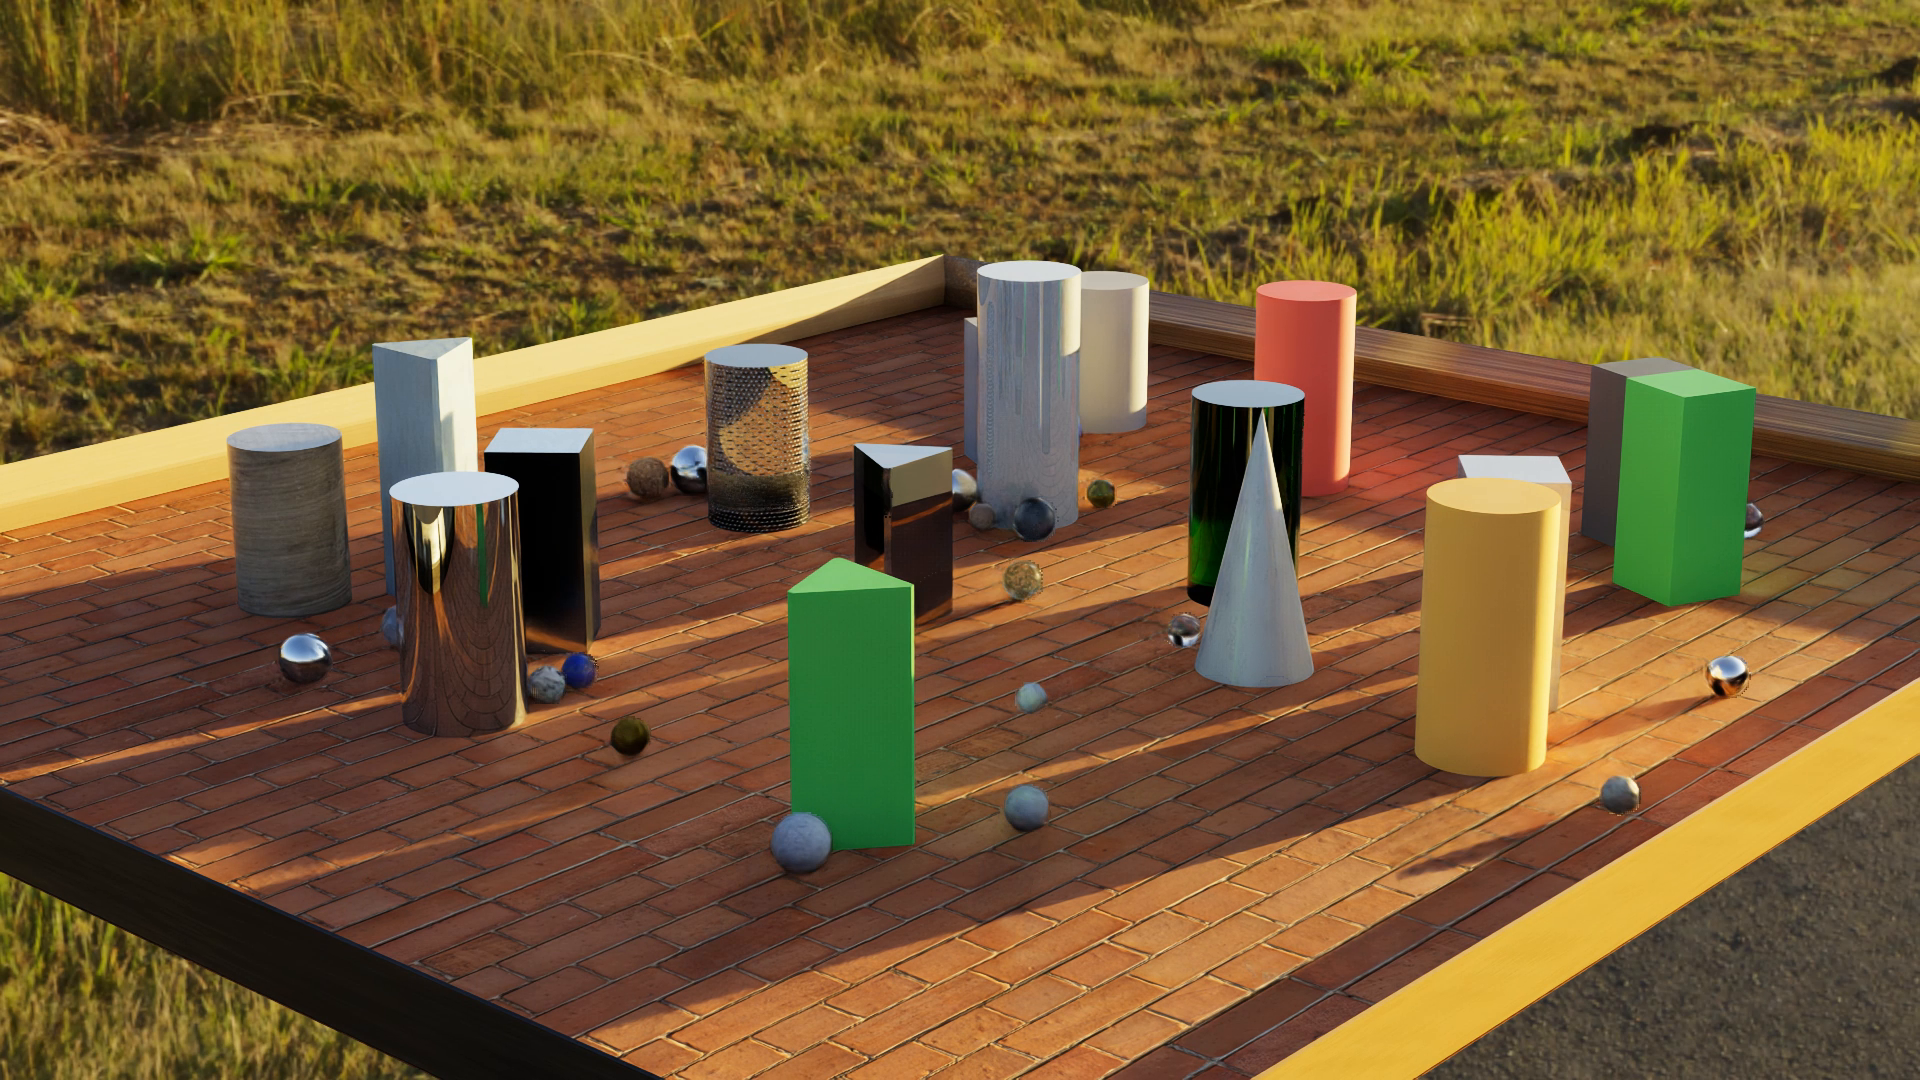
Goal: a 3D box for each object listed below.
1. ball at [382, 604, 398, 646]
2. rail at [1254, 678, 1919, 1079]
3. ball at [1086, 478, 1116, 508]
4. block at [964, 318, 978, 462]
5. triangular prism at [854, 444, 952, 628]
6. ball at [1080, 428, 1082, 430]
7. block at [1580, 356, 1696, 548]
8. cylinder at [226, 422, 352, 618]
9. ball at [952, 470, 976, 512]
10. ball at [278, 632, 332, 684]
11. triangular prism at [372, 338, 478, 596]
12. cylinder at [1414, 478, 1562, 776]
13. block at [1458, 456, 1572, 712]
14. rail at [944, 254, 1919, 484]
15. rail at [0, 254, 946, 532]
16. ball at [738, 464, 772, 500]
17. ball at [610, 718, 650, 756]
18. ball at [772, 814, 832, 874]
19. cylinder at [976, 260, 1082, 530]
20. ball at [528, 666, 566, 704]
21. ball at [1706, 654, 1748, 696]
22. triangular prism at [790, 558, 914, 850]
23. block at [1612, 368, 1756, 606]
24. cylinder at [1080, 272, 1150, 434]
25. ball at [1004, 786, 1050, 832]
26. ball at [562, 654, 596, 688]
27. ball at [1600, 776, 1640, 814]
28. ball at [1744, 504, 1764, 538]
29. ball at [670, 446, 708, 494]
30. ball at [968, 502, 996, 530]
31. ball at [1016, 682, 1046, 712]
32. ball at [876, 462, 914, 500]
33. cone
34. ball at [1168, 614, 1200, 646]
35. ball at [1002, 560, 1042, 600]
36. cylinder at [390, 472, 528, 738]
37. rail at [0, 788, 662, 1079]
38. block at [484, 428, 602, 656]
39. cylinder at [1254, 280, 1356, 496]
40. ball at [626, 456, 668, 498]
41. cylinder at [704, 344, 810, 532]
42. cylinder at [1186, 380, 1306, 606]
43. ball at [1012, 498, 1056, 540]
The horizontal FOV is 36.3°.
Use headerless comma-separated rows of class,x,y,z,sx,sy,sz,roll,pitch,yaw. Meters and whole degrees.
ball,-0.919,0.141,4.850,0.074,0.074,0.074,0,17,0
rail,1.190,0.330,4.131,0.045,0.126,3.558,14,22,39
ball,0.272,-0.090,5.647,0.056,0.056,0.056,0,17,0
block,0.106,-0.299,5.941,0.155,0.286,0.155,-5,18,-17
triangular prism,-0.122,-0.010,4.970,0.145,0.293,0.168,14,21,38
ball,0.207,-0.228,6.053,0.086,0.086,0.086,0,17,0
block,1.265,-0.156,5.403,0.155,0.325,0.155,-8,18,-24
cylinder,-1.154,-0.035,5.052,0.194,0.295,0.194,0,17,0
ball,-0.006,-0.094,5.616,0.082,0.082,0.082,0,17,0
ball,-1.045,0.189,4.676,0.083,0.083,0.083,0,17,0
triangular prism,-0.893,-0.120,5.071,0.168,0.447,0.145,15,22,40
cylinder,0.778,0.127,4.331,0.194,0.401,0.194,0,17,0
block,0.856,0.067,4.585,0.155,0.369,0.155,1,17,3
rail,1.151,-0.351,6.389,3.201,0.126,0.045,14,22,39
rail,-1.190,-0.267,6.110,0.045,0.126,3.558,14,22,39
ball,-0.399,-0.113,5.704,0.067,0.067,0.067,0,17,0
ball,-0.492,0.294,4.373,0.057,0.057,0.057,0,17,0
ball,-0.213,0.409,3.949,0.081,0.081,0.081,0,17,0
cylinder,0.129,-0.273,5.525,0.194,0.476,0.194,0,17,0
ball,-0.647,0.226,4.593,0.059,0.059,0.059,0,17,0
ball,1.209,0.214,4.624,0.065,0.065,0.065,0,17,0
triangular prism,-0.158,0.224,4.054,0.168,0.375,0.145,-3,17,-10
block,1.260,-0.093,5.109,0.155,0.372,0.155,-8,19,-25
cylinder,0.302,-0.400,6.237,0.194,0.309,0.194,0,17,0
ball,0.093,0.375,4.093,0.064,0.064,0.064,0,17,0
ball,-0.605,0.209,4.659,0.055,0.055,0.055,0,17,0
ball,0.936,0.361,4.158,0.053,0.053,0.053,0,17,0
ball,1.458,-0.036,5.448,0.067,0.067,0.067,0,17,0
ball,-0.520,-0.137,5.731,0.097,0.097,0.097,0,17,0
ball,0.041,-0.044,5.505,0.051,0.051,0.051,0,17,0
ball,0.111,0.245,4.553,0.046,0.046,0.046,0,17,0
ball,-0.127,-0.116,5.702,0.074,0.074,0.074,0,17,0
cone,0.478,-0.001,4.697,0.194,0.435,0.194,0,17,0
ball,0.371,0.150,4.856,0.054,0.054,0.054,0,17,0
ball,0.108,0.070,5.095,0.069,0.069,0.069,0,17,0
cylinder,-0.765,0.097,4.491,0.194,0.366,0.194,0,17,0
rail,-1.151,0.414,3.851,3.201,0.126,0.045,14,22,39
block,-0.688,0.001,4.845,0.155,0.344,0.155,0,17,2
cylinder,0.675,-0.299,5.764,0.194,0.389,0.194,0,17,0
ball,-0.608,-0.122,5.711,0.081,0.081,0.081,0,17,0
cylinder,-0.382,-0.194,5.537,0.194,0.318,0.194,0,17,0
cylinder,0.494,-0.078,5.079,0.194,0.362,0.194,0,17,0
ball,0.138,-0.039,5.435,0.080,0.080,0.080,0,17,0
